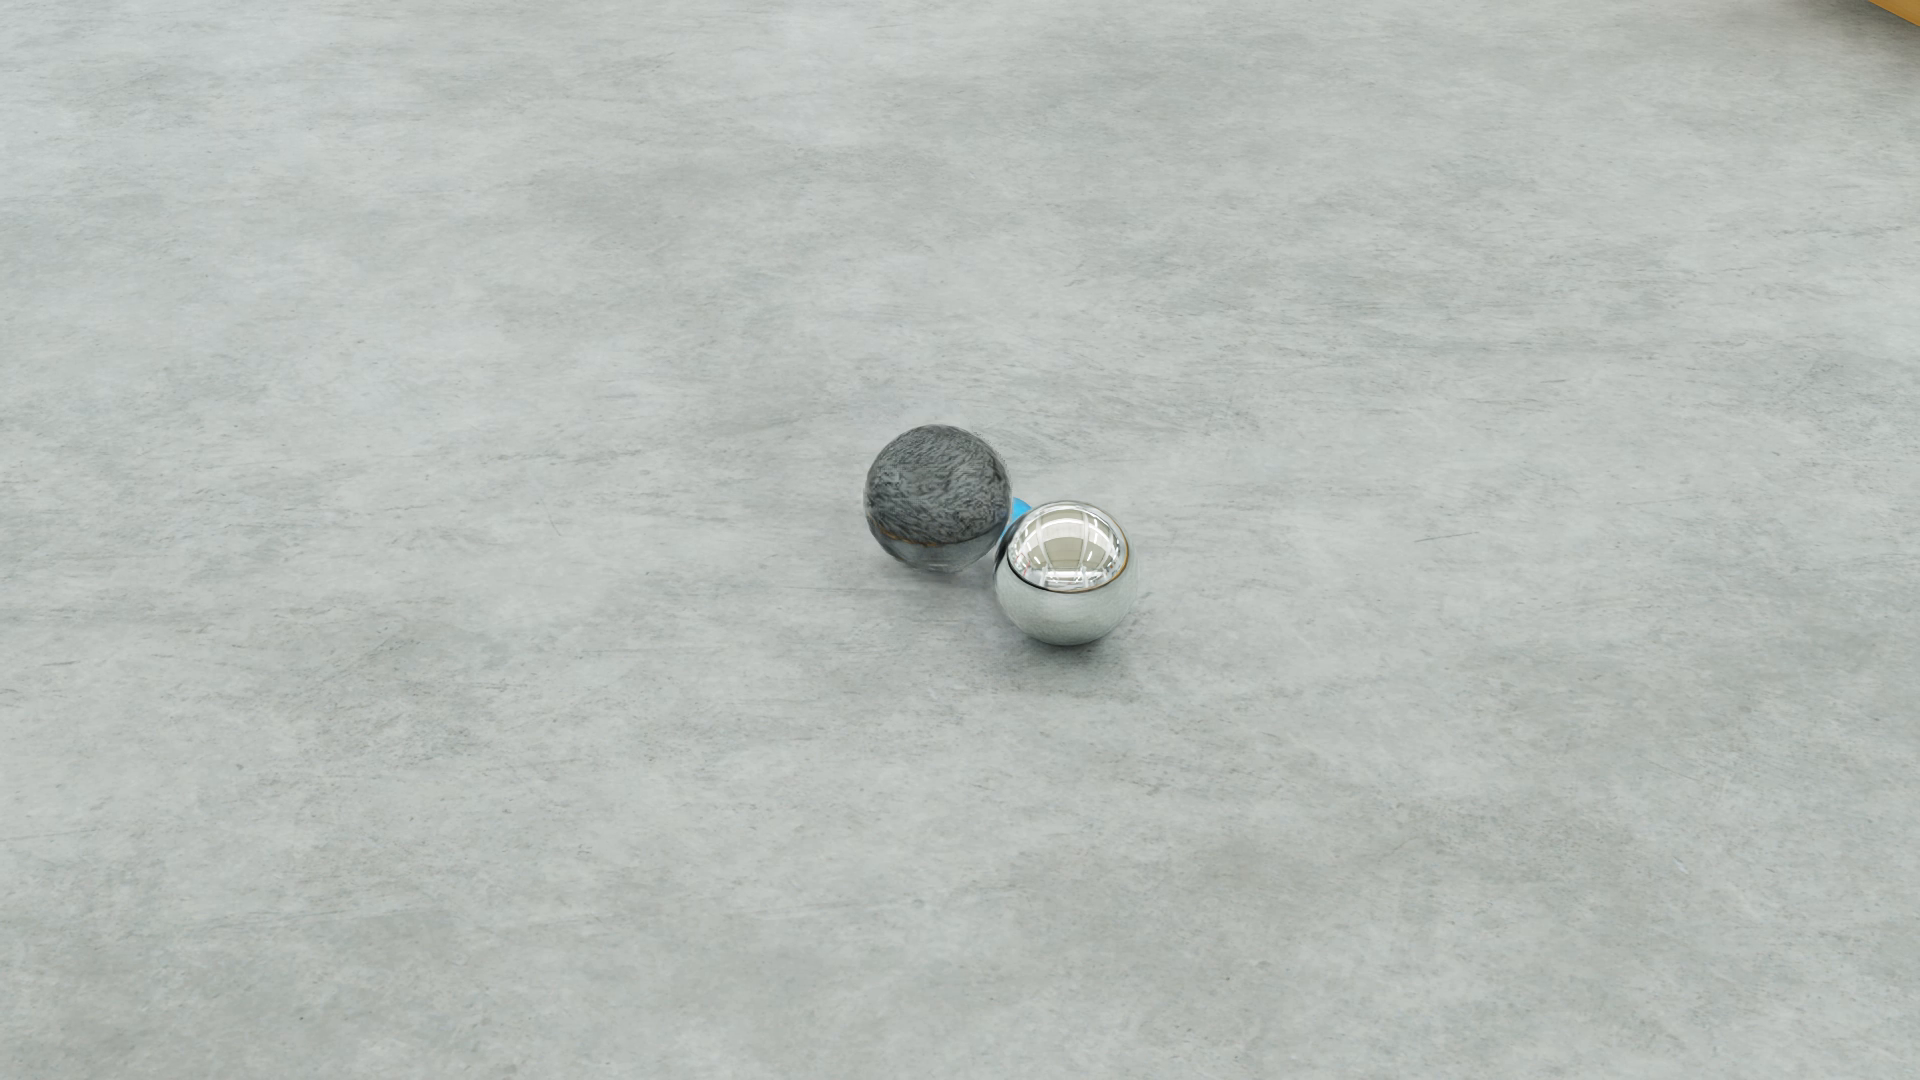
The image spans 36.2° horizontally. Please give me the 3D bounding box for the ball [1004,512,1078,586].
[{"bbox_3d":[0.049,0.005,1.777,0.045,0.045,0.045,0,30,0],"label":"ball"}]

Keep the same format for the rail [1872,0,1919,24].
[{"bbox_3d":[0.685,-0.707,2.955,0.045,0.116,4.146,-11,31,-19],"label":"rail"}]

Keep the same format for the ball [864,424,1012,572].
[{"bbox_3d":[-0.014,-0.025,1.774,0.090,0.090,0.090,0,30,0],"label":"ball"}]

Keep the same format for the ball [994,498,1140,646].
[{"bbox_3d":[0.062,0.019,1.712,0.085,0.085,0.085,0,30,0],"label":"ball"}]
